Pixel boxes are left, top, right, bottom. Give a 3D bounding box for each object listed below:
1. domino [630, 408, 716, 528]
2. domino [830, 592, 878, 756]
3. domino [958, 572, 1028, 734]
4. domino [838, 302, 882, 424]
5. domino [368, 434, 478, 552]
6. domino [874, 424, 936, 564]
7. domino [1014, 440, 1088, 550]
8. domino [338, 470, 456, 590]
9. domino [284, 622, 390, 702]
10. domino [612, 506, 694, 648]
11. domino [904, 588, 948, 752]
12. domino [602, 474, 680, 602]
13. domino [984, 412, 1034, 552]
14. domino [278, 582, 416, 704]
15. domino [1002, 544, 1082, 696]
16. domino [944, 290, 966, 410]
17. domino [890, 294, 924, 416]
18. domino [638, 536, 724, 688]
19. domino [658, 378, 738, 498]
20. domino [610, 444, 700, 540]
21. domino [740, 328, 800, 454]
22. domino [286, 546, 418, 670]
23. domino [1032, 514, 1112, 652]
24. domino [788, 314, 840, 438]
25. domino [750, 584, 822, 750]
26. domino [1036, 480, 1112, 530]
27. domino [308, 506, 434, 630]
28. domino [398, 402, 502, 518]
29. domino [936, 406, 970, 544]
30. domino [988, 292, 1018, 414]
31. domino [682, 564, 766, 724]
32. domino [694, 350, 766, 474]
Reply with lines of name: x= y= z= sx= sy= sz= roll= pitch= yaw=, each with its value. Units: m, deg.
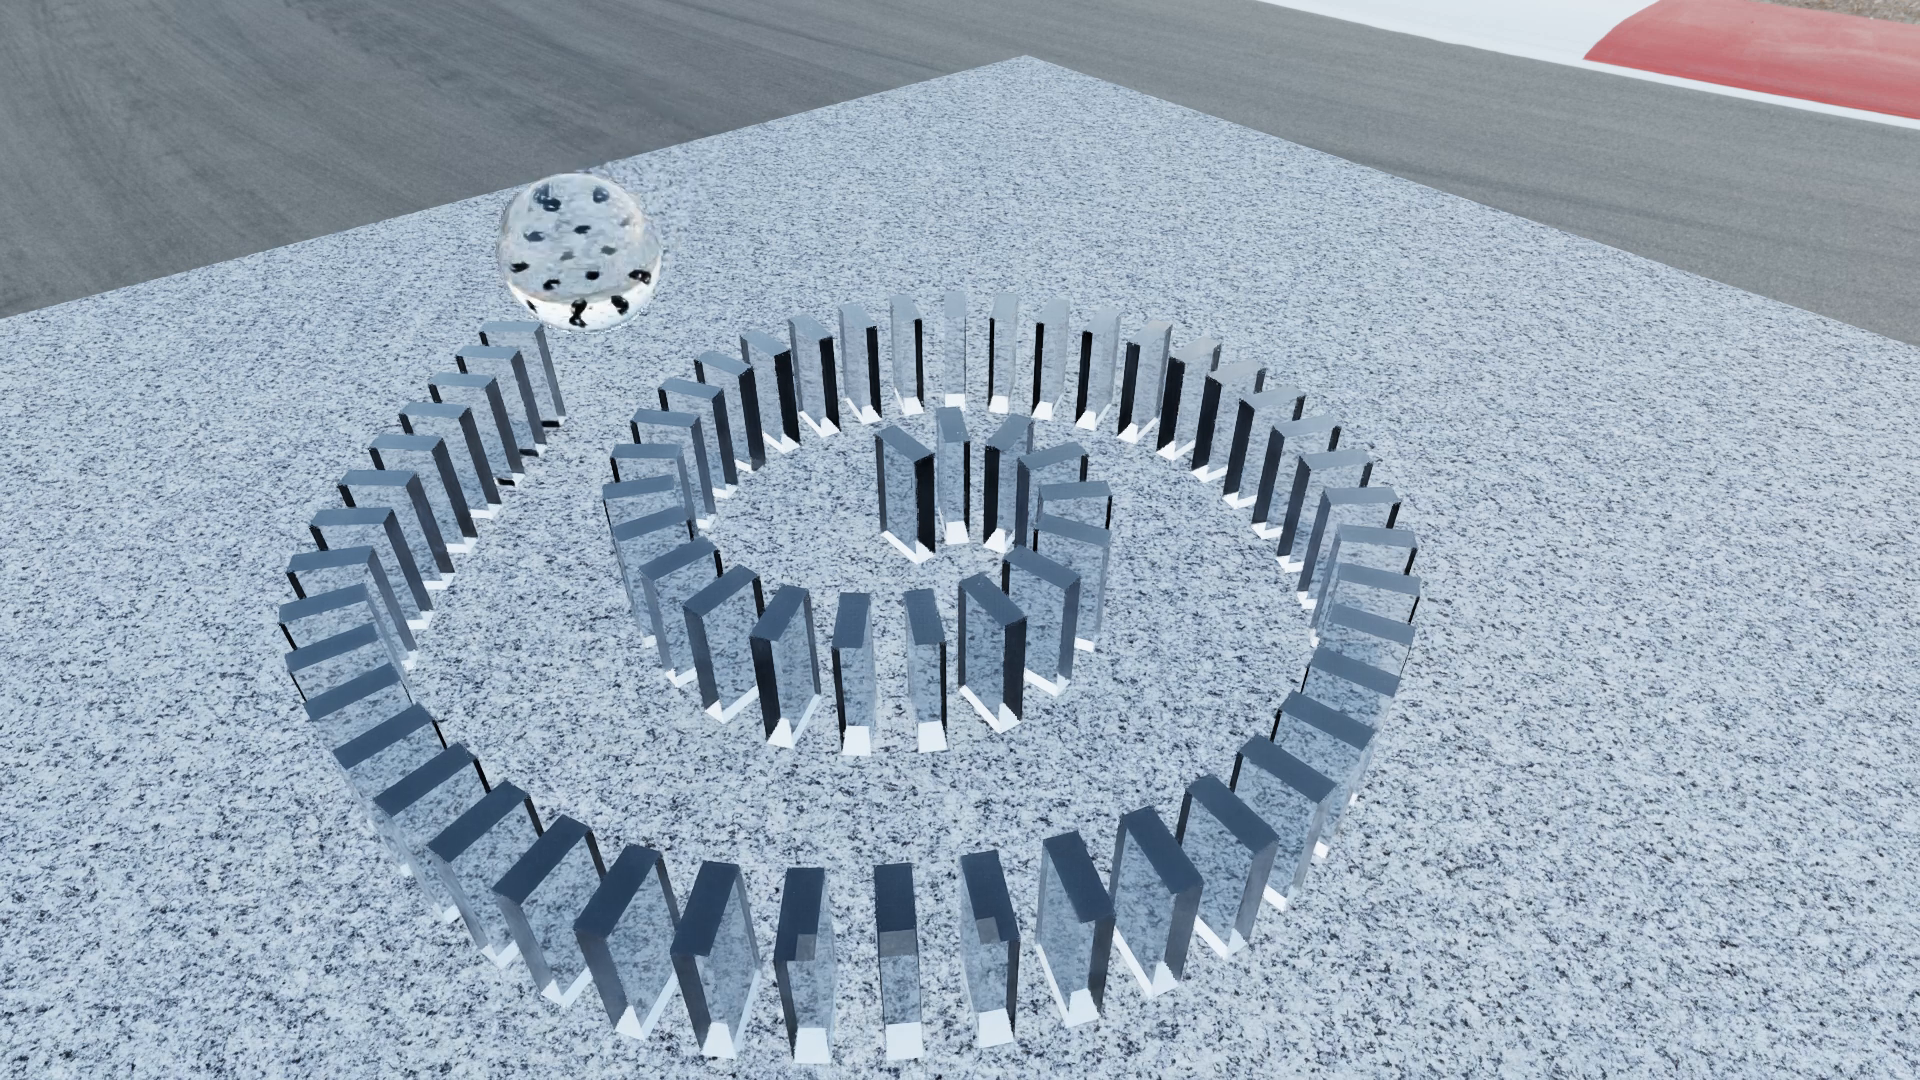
domino: x=-0.116 y=-0.028 z=0.446 sx=0.025 sy=0.050 sz=0.009 roll=7 pitch=40 yaw=8
domino: x=-0.034 y=0.044 z=0.358 sx=0.010 sy=0.050 sz=0.025 roll=1 pitch=39 yaw=1
domino: x=0.010 y=0.038 z=0.365 sx=0.009 sy=0.050 sz=0.025 roll=-23 pitch=44 yaw=-25
domino: x=-0.046 y=-0.082 z=0.512 sx=0.009 sy=0.050 sz=0.025 roll=-16 pitch=42 yaw=-19
domino: x=-0.211 y=-0.018 z=0.433 sx=0.025 sy=0.050 sz=0.009 roll=3 pitch=39 yaw=4
domino: x=-0.021 y=-0.018 z=0.433 sx=0.009 sy=0.050 sz=0.025 roll=-27 pitch=46 yaw=-29
domino: x=0.035 y=-0.012 z=0.426 sx=0.025 sy=0.050 sz=0.009 roll=-17 pitch=42 yaw=-20
domino: x=-0.212 y=-0.003 z=0.416 sx=0.025 sy=0.050 sz=0.010 roll=1 pitch=39 yaw=1
domino: x=-0.190 y=0.052 z=0.348 sx=0.025 sy=0.050 sz=0.010 roll=-23 pitch=45 yaw=-26
domino: x=-0.107 y=0.014 z=0.395 sx=0.025 sy=0.050 sz=0.009 roll=-20 pitch=44 yaw=-23
domino: x=-0.011 y=0.043 z=0.359 sx=0.010 sy=0.050 sz=0.025 roll=-7 pitch=40 yaw=-8
domino: x=-0.116 y=0.000 z=0.411 sx=0.025 sy=0.050 sz=0.010 roll=-10 pitch=40 yaw=-11
domino: x=0.019 y=-0.022 z=0.439 sx=0.010 sy=0.050 sz=0.025 roll=18 pitch=42 yaw=20
domino: x=-0.202 y=0.039 z=0.364 sx=0.025 sy=0.050 sz=0.009 roll=-17 pitch=42 yaw=-20
domino: x=0.027 y=0.028 z=0.377 sx=0.025 sy=0.050 sz=0.010 roll=27 pitch=46 yaw=29
domino: x=-0.002 y=-0.089 z=0.520 sx=0.009 sy=0.050 sz=0.025 roll=-1 pitch=39 yaw=-1
domino: x=-0.025 y=-0.087 z=0.518 sx=0.009 sy=0.050 sz=0.025 roll=-10 pitch=40 yaw=-12
domino: x=-0.093 y=0.025 z=0.381 sx=0.025 sy=0.050 sz=0.010 roll=-29 pitch=47 yaw=-31
domino: x=-0.110 y=-0.042 z=0.463 sx=0.025 sy=0.050 sz=0.010 roll=13 pitch=41 yaw=15
domino: x=-0.118 y=-0.014 z=0.429 sx=0.025 sy=0.050 sz=0.010 roll=1 pitch=39 yaw=1
domino: x=-0.085 y=-0.066 z=0.492 sx=0.009 sy=0.050 sz=0.025 roll=-29 pitch=48 yaw=-31
domino: x=-0.209 y=0.026 z=0.380 sx=0.025 sy=0.050 sz=0.009 roll=-8 pitch=40 yaw=-9
domino: x=0.039 y=0.016 z=0.392 sx=0.025 sy=0.050 sz=0.009 roll=15 pitch=42 yaw=18
domino: x=-0.066 y=-0.075 z=0.503 sx=0.009 sy=0.050 sz=0.025 roll=-22 pitch=44 yaw=-25
domino: x=-0.056 y=0.042 z=0.360 sx=0.009 sy=0.050 sz=0.025 roll=11 pitch=41 yaw=13
domino: x=0.041 y=0.002 z=0.410 sx=0.025 sy=0.050 sz=0.010 roll=-5 pitch=40 yaw=-6
domino: x=-0.212 y=0.011 z=0.398 sx=0.025 sy=0.050 sz=0.009 roll=-2 pitch=39 yaw=-2
domino: x=-0.208 y=-0.032 z=0.451 sx=0.025 sy=0.050 sz=0.010 roll=4 pitch=40 yaw=5
domino: x=-0.003 y=-0.026 z=0.443 sx=0.009 sy=0.050 sz=0.025 roll=-6 pitch=40 yaw=-7
domino: x=0.020 y=-0.088 z=0.519 sx=0.010 sy=0.050 sz=0.025 roll=7 pitch=40 yaw=8
domino: x=-0.077 y=0.035 z=0.369 sx=0.010 sy=0.050 sz=0.025 roll=26 pitch=46 yaw=28
domino: x=-0.100 y=-0.055 z=0.479 sx=0.025 sy=0.050 sz=0.010 roll=22 pitch=44 yaw=25
